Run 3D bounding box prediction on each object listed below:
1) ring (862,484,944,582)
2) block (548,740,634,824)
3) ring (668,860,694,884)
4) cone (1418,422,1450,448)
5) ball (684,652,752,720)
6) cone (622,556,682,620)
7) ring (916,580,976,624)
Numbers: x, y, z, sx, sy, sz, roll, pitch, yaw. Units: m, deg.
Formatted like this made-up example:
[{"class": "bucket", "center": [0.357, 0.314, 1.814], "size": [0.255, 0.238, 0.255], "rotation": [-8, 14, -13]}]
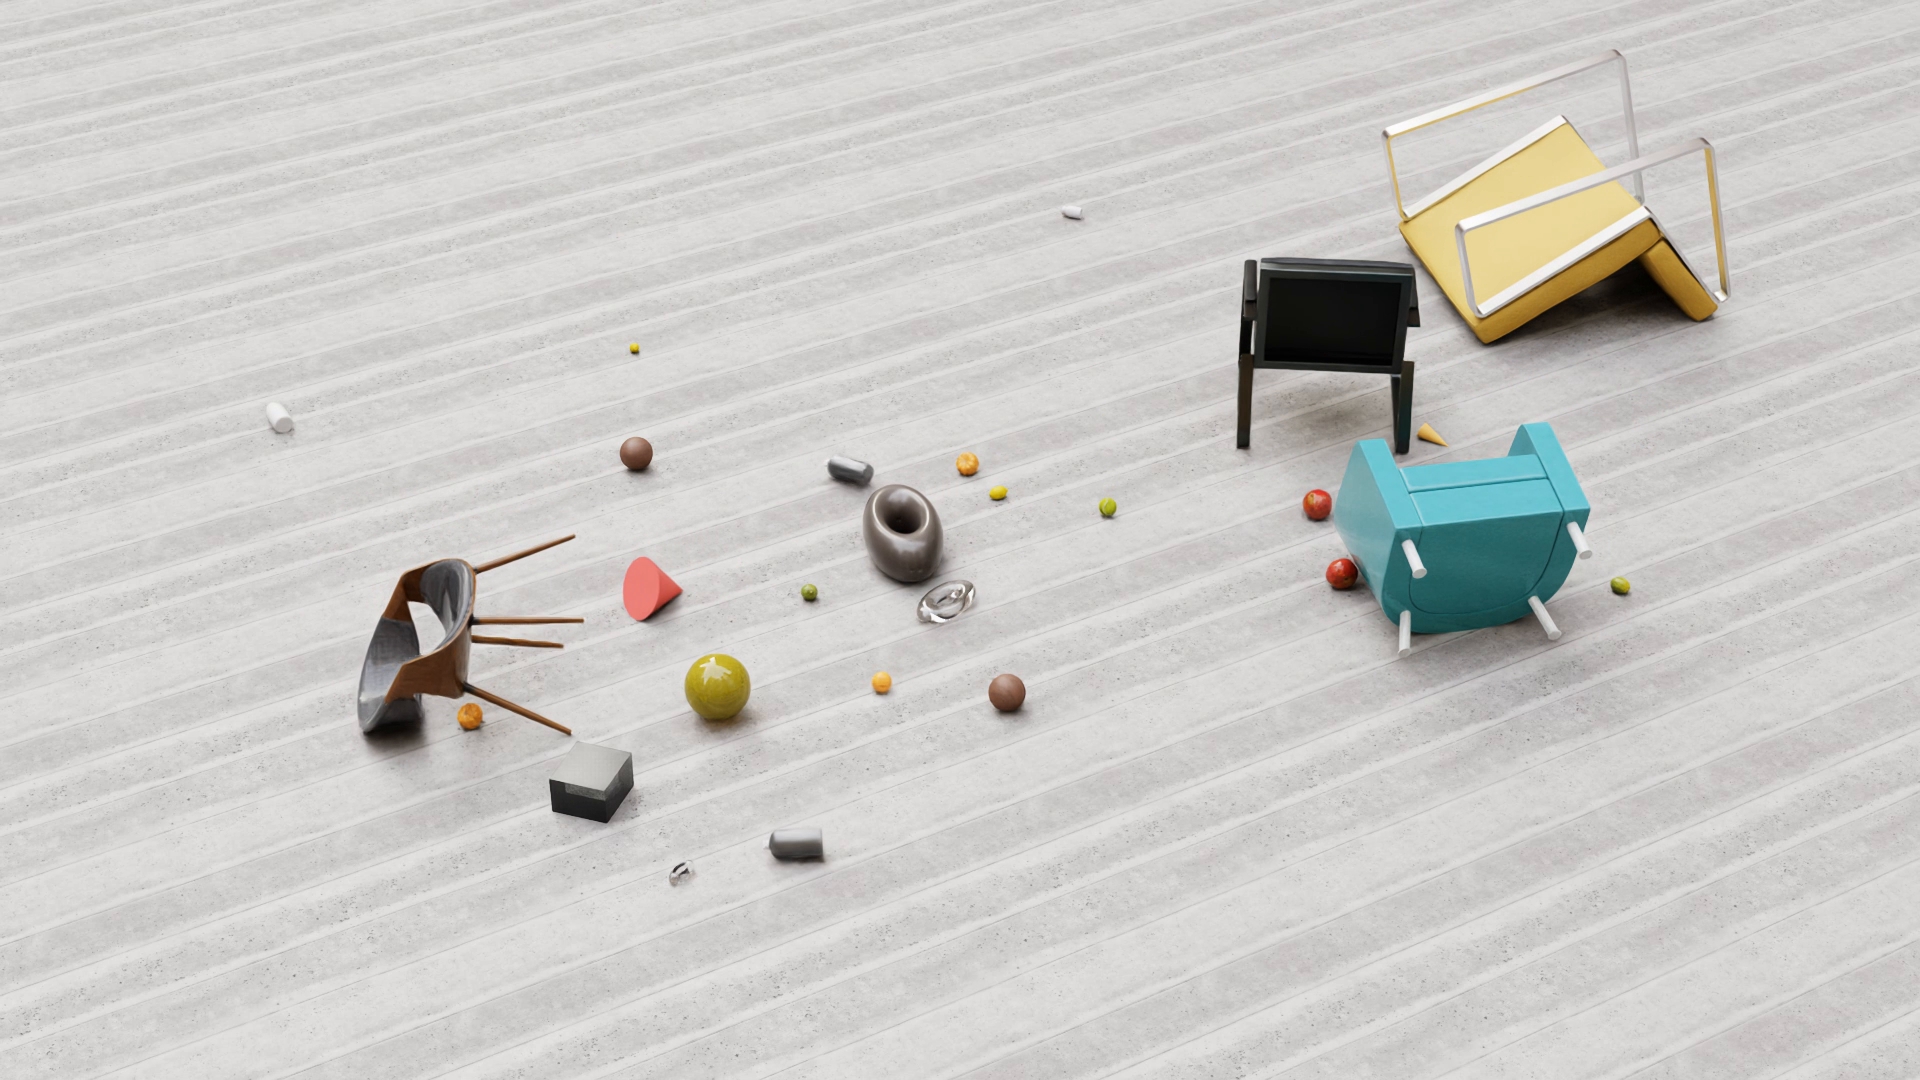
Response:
[{"class": "ring", "center": [-0.211, -0.028, 10.827], "size": [0.291, 0.178, 0.535], "rotation": [-8, 33, -8]}, {"class": "block", "center": [-1.207, 0.794, 9.617], "size": [0.197, 0.135, 0.215], "rotation": [11, 35, 16]}, {"class": "ring", "center": [-0.885, 1.055, 9.309], "size": [0.049, 0.039, 0.113], "rotation": [19, 39, 29]}, {"class": "cone", "center": [1.870, -0.398, 11.519], "size": [0.134, 0.067, 0.065], "rotation": [35, 25, 22]}, {"class": "ball", "center": [-0.825, 0.499, 9.978], "size": [0.230, 0.230, 0.230], "rotation": [0, 33, 0]}, {"class": "cone", "center": [-1.074, 0.178, 10.582], "size": [0.184, 0.229, 0.217], "rotation": [10, 3, 39]}, {"class": "ring", "center": [-0.049, 0.221, 10.558], "size": [0.158, 0.057, 0.284], "rotation": [23, 40, 32]}]
